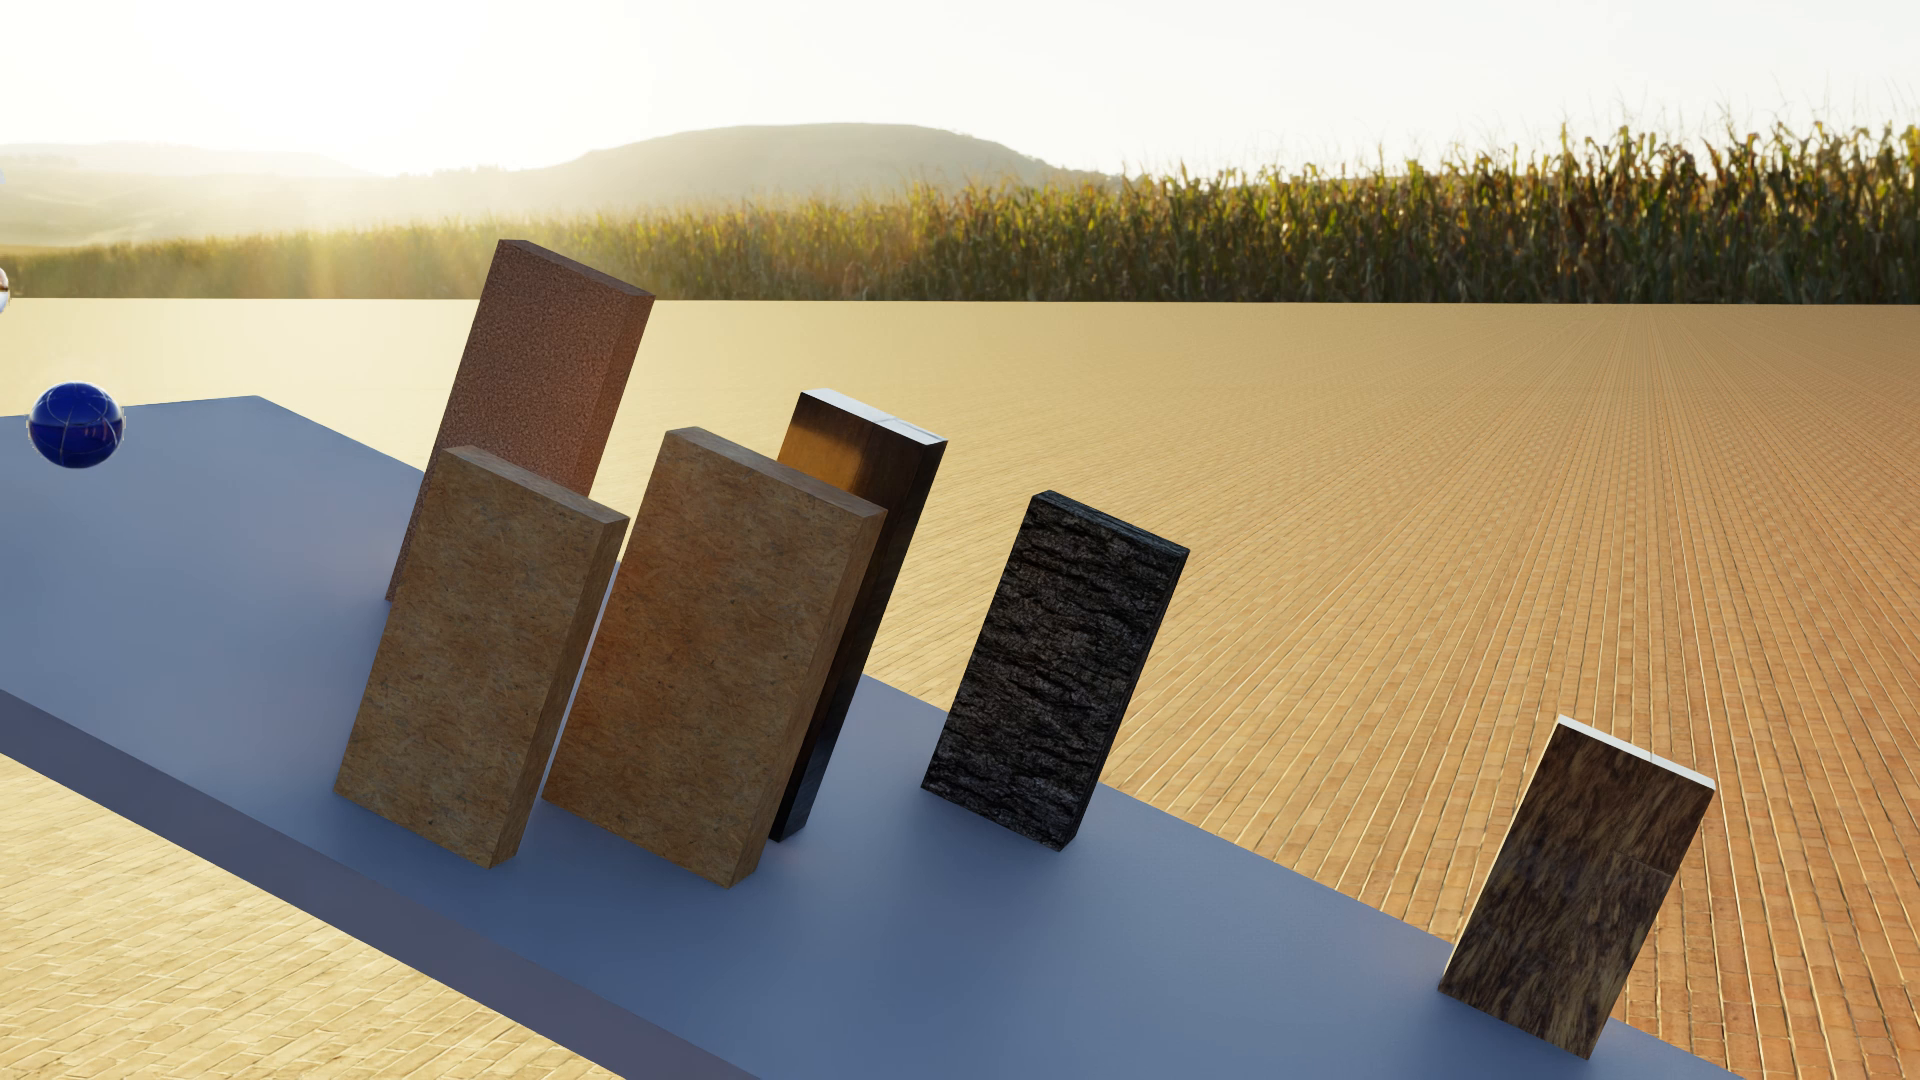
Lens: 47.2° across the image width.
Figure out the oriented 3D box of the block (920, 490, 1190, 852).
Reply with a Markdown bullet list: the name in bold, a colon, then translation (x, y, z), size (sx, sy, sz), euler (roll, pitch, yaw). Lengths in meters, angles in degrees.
- **block**: translation (0.195, 0.268, 4.539), size (0.320, 0.663, 0.139), euler (24, 13, 13)

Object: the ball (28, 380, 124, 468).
- **ball**: translation (-1.778, -0.232, 4.427), size (0.178, 0.178, 0.178), euler (0, 7, 0)

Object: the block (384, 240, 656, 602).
- **block**: translation (-0.890, -0.182, 4.433), size (0.306, 0.782, 0.110), euler (24, 13, 13)

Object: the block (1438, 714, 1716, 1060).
- **block**: translation (1.250, 0.706, 4.476), size (0.325, 0.618, 0.091), euler (24, 13, 13)

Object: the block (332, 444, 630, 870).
- **block**: translation (-0.765, 0.185, 3.501), size (0.298, 0.600, 0.091), euler (24, 13, 13)

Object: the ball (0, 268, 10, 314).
- **ball**: translation (-2.041, -0.514, 4.518), size (0.162, 0.162, 0.162), euler (0, 7, 0)

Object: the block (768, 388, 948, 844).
- **block**: translation (-0.287, 0.137, 4.028), size (0.251, 0.789, 0.132), euler (24, 13, 13)

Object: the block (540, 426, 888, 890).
- **block**: translation (-0.426, 0.199, 3.773), size (0.375, 0.692, 0.125), euler (24, 13, 13)

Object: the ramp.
- **ramp**: translation (-0.318, 0.572, 4.202), size (4.000, 0.100, 2.000), euler (24, 13, 13)

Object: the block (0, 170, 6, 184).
- **block**: translation (-2.120, -0.790, 4.595), size (0.156, 0.156, 0.156), euler (-20, 16, -5)
